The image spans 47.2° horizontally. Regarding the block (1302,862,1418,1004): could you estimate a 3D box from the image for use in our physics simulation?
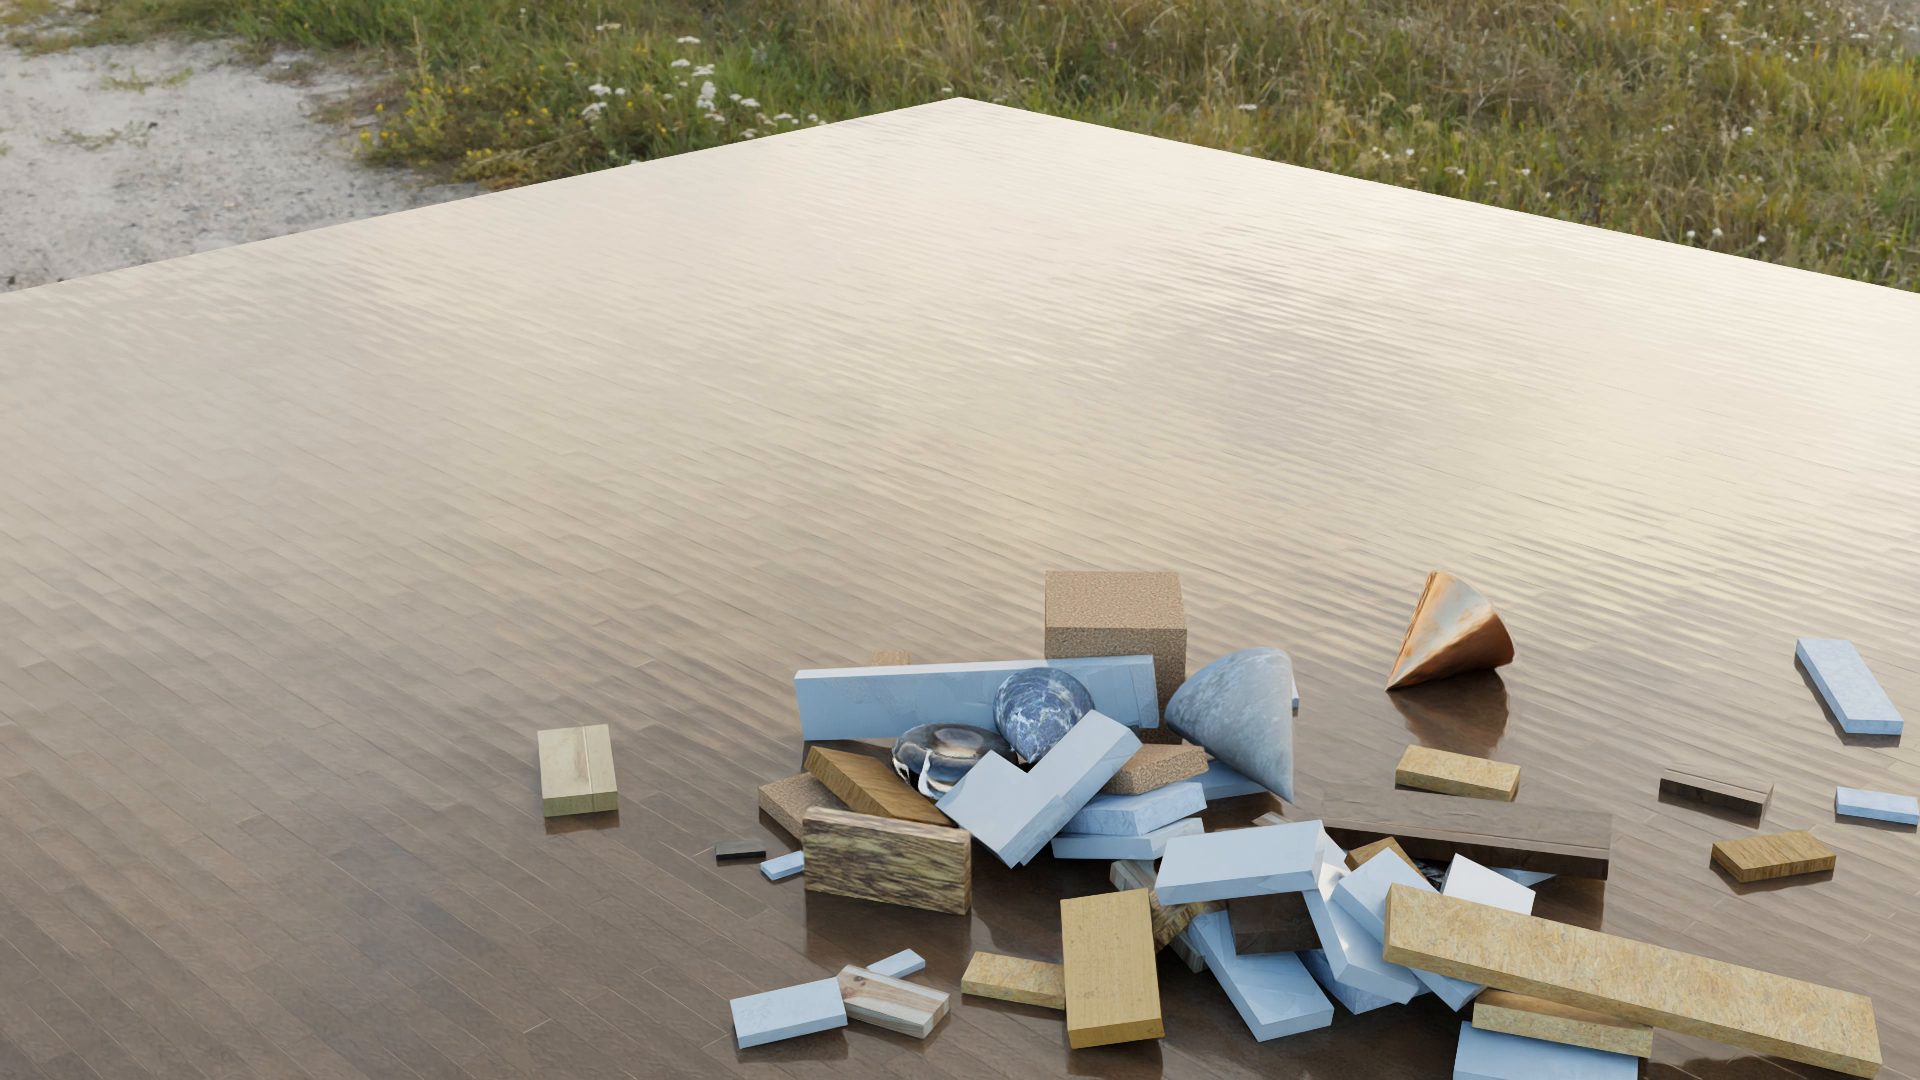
[{"bbox_3d":[0.686,0.675,3.821,0.144,0.041,0.288,21,25,-18],"label":"block"}]

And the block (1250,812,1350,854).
[{"bbox_3d":[0.740,0.621,4.275,0.063,0.018,0.405,-19,30,-38],"label":"block"}]

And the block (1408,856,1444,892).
[{"bbox_3d":[0.885,0.638,4.212,0.063,0.018,0.127,1,16,-45],"label":"block"}]

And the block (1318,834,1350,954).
[{"bbox_3d":[0.667,0.644,4.057,0.161,0.046,0.321,-7,24,-16],"label":"block"}]

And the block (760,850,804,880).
[{"bbox_3d":[-0.332,0.629,4.261,0.096,0.014,0.048,-14,27,-29],"label":"block"}]

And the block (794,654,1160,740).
[{"bbox_3d":[0.033,0.335,4.655,0.766,0.149,0.042,-3,22,12],"label":"block"}]

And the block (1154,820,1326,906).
[{"bbox_3d":[0.502,0.576,3.926,0.288,0.041,0.144,-10,27,22],"label":"block"}]

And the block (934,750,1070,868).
[{"bbox_3d":[0.079,0.520,4.282,0.159,0.045,0.318,-44,23,-10],"label":"block"}]

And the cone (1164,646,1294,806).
[{"bbox_3d":[0.616,0.426,4.512,0.294,0.294,0.294,-10,52,-22],"label":"cone"}]

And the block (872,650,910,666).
[{"bbox_3d":[-0.163,0.298,5.029,0.081,0.023,0.163,1,23,3],"label":"block"}]

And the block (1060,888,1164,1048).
[{"bbox_3d":[0.264,0.744,3.838,0.159,0.045,0.318,-9,33,6],"label":"block"}]

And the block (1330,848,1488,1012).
[{"bbox_3d":[0.796,0.669,3.797,0.144,0.041,0.288,-25,56,-37],"label":"block"}]

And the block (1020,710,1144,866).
[{"bbox_3d":[0.193,0.481,4.301,0.330,0.047,0.165,-44,23,-11],"label":"block"}]

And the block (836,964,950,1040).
[{"bbox_3d":[-0.131,0.803,3.831,0.204,0.029,0.102,11,25,24],"label":"block"}]

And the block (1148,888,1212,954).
[{"bbox_3d":[0.352,0.686,3.961,0.204,0.029,0.102,-42,29,-12],"label":"block"}]

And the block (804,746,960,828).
[{"bbox_3d":[-0.160,0.513,4.408,0.165,0.047,0.330,15,11,-37],"label":"block"}]

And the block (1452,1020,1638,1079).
[{"bbox_3d":[0.969,0.878,3.639,0.288,0.041,0.144,7,24,16],"label":"block"}]

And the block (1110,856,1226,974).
[{"bbox_3d":[0.412,0.675,4.055,0.140,0.040,0.280,-14,37,-27],"label":"block"}]

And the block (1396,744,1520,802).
[{"bbox_3d":[1.035,0.487,4.570,0.234,0.033,0.117,10,25,22],"label":"block"}]

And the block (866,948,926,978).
[{"bbox_3d":[-0.115,0.765,3.940,0.096,0.014,0.048,-17,28,-34],"label":"block"}]

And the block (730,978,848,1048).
[{"bbox_3d":[-0.294,0.811,3.774,0.187,0.027,0.094,-11,32,-9],"label":"block"}]

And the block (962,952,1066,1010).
[{"bbox_3d":[0.105,0.779,3.891,0.187,0.027,0.094,7,24,15],"label":"block"}]

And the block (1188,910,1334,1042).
[{"bbox_3d":[0.526,0.756,3.865,0.140,0.040,0.280,-8,34,-20],"label":"block"}]

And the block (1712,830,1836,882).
[{"bbox_3d":[1.582,0.614,4.277,0.204,0.029,0.102,-6,24,-13],"label":"block"}]

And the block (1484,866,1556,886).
[{"bbox_3d":[1.049,0.601,4.301,0.117,0.033,0.234,-13,26,-29],"label":"block"}]

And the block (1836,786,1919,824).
[{"bbox_3d":[1.861,0.539,4.464,0.152,0.022,0.076,7,24,16],"label":"block"}]

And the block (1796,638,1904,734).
[{"bbox_3d":[1.998,0.326,4.951,0.117,0.033,0.408,2,23,4],"label":"block"}]

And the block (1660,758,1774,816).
[{"bbox_3d":[1.558,0.507,4.528,0.204,0.029,0.102,13,26,29],"label":"block"}]

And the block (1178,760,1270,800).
[{"bbox_3d":[0.527,0.497,4.552,0.204,0.029,0.102,-6,24,-15],"label":"block"}]

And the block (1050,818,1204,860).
[{"bbox_3d":[0.320,0.571,4.214,0.140,0.040,0.280,-15,3,-39],"label":"block"}]

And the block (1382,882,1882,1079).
[{"bbox_3d":[1.128,0.741,3.713,0.828,0.041,0.144,13,39,3],"label":"block"}]

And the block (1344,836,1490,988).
[{"bbox_3d":[0.811,0.662,3.863,0.102,0.029,0.321,-13,49,-29],"label":"block"}]

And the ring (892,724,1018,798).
[{"bbox_3d":[-0.010,0.457,4.548,0.266,0.089,0.266,5,19,-2],"label":"ring"}]

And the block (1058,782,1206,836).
[{"bbox_3d":[0.299,0.522,4.296,0.175,0.049,0.349,-17,5,-34],"label":"block"}]

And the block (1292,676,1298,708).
[{"bbox_3d":[0.712,0.329,4.956,0.081,0.023,0.163,0,23,1],"label":"block"}]

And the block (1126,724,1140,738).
[{"bbox_3d":[0.296,0.418,4.510,0.094,0.027,0.187,-11,4,24],"label":"block"}]

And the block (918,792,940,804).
[{"bbox_3d":[-0.027,0.529,4.495,0.105,0.015,0.053,17,28,35],"label":"block"}]

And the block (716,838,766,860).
[{"bbox_3d":[-0.431,0.607,4.313,0.096,0.014,0.048,-3,23,-8],"label":"block"}]

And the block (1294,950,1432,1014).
[{"bbox_3d":[0.690,0.725,3.988,0.175,0.049,0.349,-10,25,-23],"label":"block"}]

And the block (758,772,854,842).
[{"bbox_3d":[-0.266,0.554,4.400,0.148,0.042,0.297,-14,27,-30],"label":"block"}]

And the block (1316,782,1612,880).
[{"bbox_3d":[0.980,0.564,4.286,0.552,0.047,0.165,5,26,17],"label":"block"}]

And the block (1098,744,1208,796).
[{"bbox_3d":[0.325,0.456,4.415,0.175,0.049,0.349,-14,4,-28],"label":"block"}]

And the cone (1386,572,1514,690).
[{"bbox_3d":[1.062,0.260,4.993,0.269,0.269,0.269,-38,35,-14],"label":"cone"}]

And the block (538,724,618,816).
[{"bbox_3d":[-0.798,0.477,4.582,0.148,0.042,0.297,-5,23,-11],"label":"block"}]

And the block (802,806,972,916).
[{"bbox_3d":[-0.138,0.603,4.136,0.318,0.159,0.045,7,26,16],"label":"block"}]

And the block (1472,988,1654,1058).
[{"bbox_3d":[1.019,0.815,3.718,0.288,0.041,0.144,7,1,17],"label":"block"}]

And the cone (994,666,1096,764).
[{"bbox_3d":[0.158,0.408,4.517,0.220,0.220,0.220,4,23,9],"label":"cone"}]

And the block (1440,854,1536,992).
[{"bbox_3d":[0.941,0.696,3.987,0.161,0.046,0.321,26,27,10],"label":"block"}]

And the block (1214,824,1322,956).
[{"bbox_3d":[0.559,0.627,3.978,0.161,0.046,0.321,-5,27,1],"label":"block"}]

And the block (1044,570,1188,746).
[{"bbox_3d":[0.331,0.261,4.772,0.292,0.292,0.292,1,23,2],"label":"block"}]
